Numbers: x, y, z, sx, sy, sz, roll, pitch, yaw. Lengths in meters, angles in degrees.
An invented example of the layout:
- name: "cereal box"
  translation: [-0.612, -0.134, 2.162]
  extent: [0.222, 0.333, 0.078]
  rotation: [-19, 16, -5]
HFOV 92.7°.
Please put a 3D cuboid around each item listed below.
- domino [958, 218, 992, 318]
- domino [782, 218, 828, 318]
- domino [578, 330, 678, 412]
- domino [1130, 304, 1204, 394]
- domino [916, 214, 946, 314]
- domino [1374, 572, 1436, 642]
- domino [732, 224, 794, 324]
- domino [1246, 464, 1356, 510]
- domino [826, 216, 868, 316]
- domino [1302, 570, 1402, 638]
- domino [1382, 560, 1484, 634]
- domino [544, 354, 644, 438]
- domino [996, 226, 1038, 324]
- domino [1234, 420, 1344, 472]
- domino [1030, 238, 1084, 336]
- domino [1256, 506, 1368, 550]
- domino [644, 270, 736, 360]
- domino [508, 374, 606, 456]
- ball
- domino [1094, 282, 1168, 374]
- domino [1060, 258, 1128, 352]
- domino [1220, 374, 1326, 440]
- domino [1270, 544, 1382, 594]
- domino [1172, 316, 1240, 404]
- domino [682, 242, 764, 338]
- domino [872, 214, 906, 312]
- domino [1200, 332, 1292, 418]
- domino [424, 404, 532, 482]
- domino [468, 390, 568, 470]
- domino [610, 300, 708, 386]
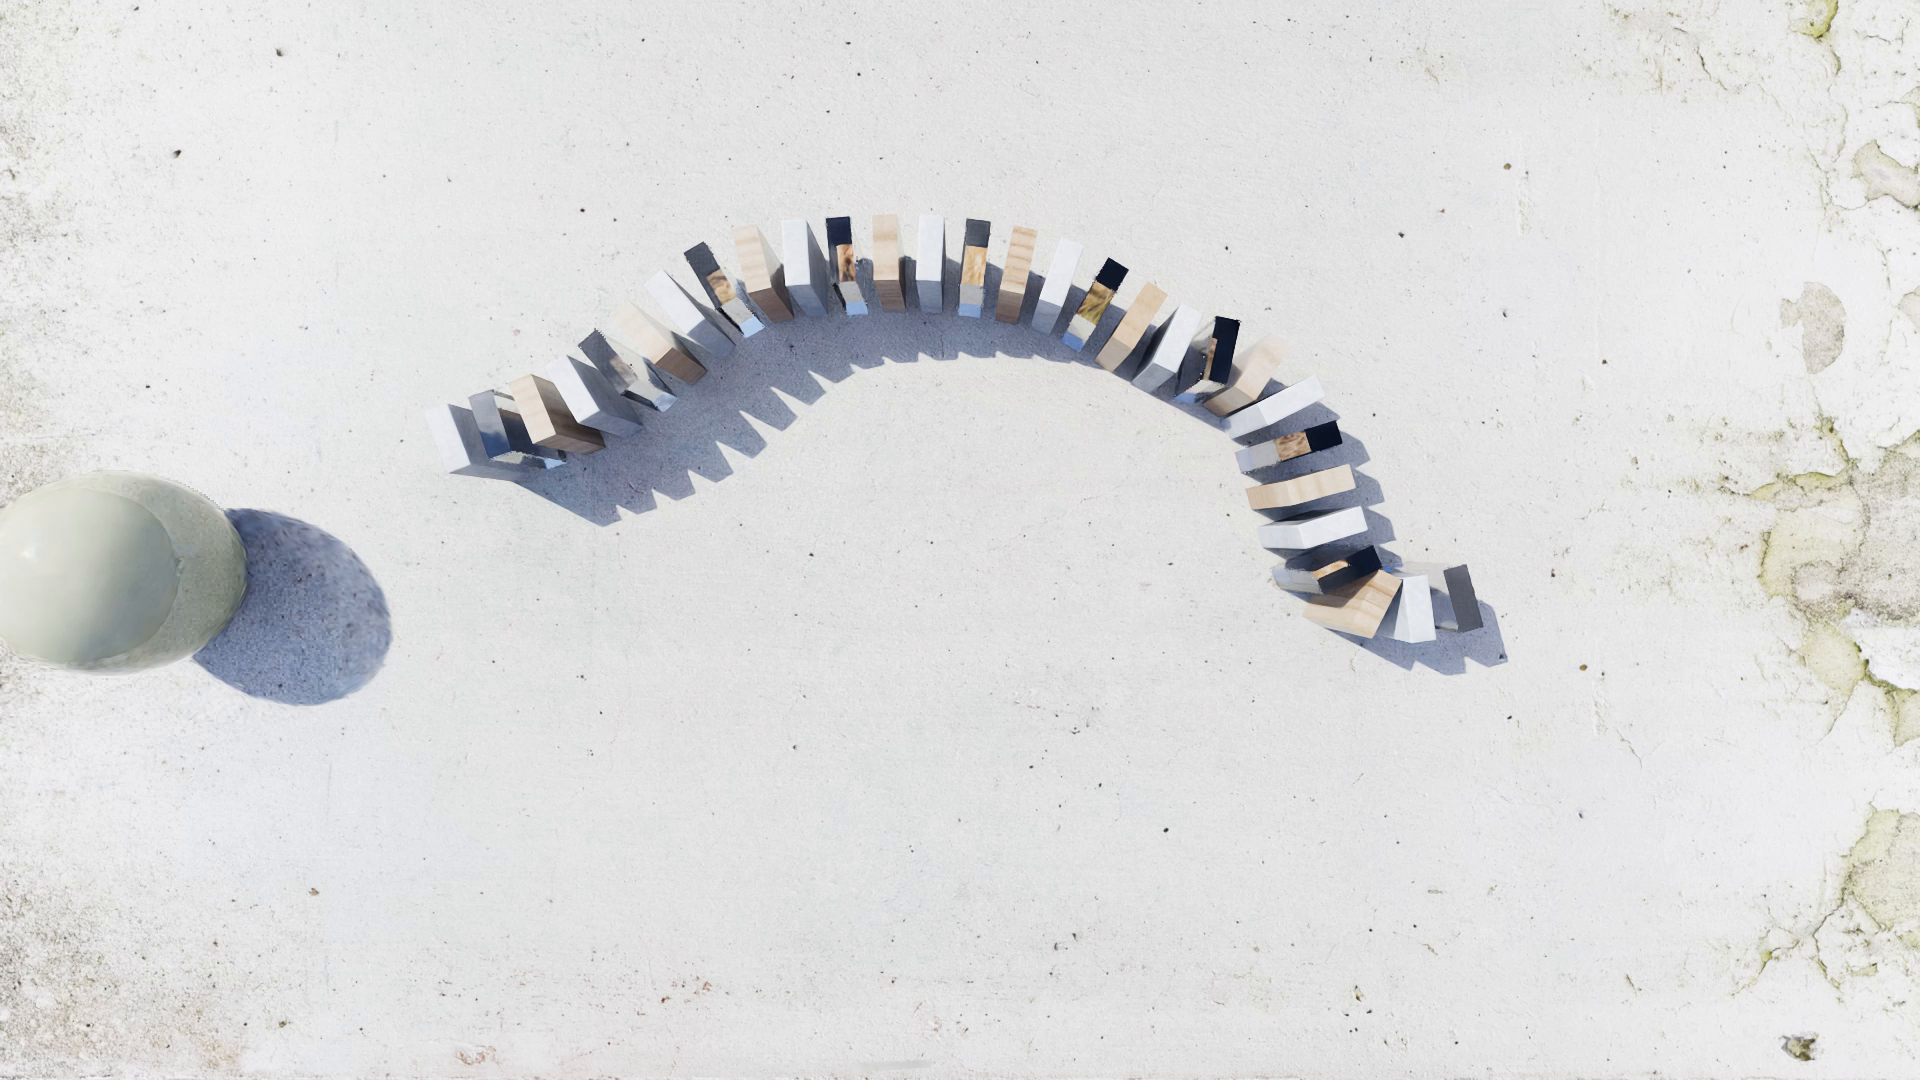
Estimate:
- name: "domino"
  translation: [0.006, -0.110, 0.375]
  extent: [0.010, 0.050, 0.025]
  rotation: [7, 90, 0]
- name: "domino"
  translation: [-0.063, -0.110, 0.375]
  extent: [0.009, 0.050, 0.025]
  rotation: [-3, 90, 0]
- name: "domino"
  translation: [-0.135, -0.068, 0.375]
  extent: [0.010, 0.050, 0.025]
  rotation: [-41, 90, 0]
- name: "domino"
  translation: [0.084, -0.077, 0.375]
  extent: [0.009, 0.050, 0.025]
  rotation: [25, 90, 0]
- name: "domino"
  translation: [-0.011, -0.112, 0.375]
  extent: [0.009, 0.050, 0.025]
  rotation: [3, 90, 0]
- name: "domino"
  translation: [0.176, 0.026, 0.375]
  extent: [0.009, 0.050, 0.025]
  rotation: [-8, 90, 0]
- name: "domino"
  translation: [-0.080, -0.108, 0.375]
  extent: [0.009, 0.050, 0.025]
  rotation: [-14, 90, 0]
- name: "domino"
  translation: [0.138, -0.021, 0.375]
  extent: [0.025, 0.050, 0.010]
  rotation: [-15, 90, 0]
- name: "domino"
  translation: [-0.046, -0.111, 0.375]
  extent: [0.009, 0.050, 0.025]
  rotation: [-5, 90, 0]
- name: "domino"
  translation: [0.159, 0.024, 0.375]
  extent: [0.009, 0.050, 0.025]
  rotation: [27, 90, 0]
- name: "domino"
  translation: [0.192, 0.022, 0.375]
  extent: [0.010, 0.050, 0.025]
  rotation: [-15, 90, 0]
- name: "domino"
  translation: [-0.148, -0.058, 0.375]
  extent: [0.010, 0.050, 0.025]
  rotation: [-31, 90, 0]
- name: "domino"
  translation: [0.023, -0.107, 0.375]
  extent: [0.009, 0.050, 0.025]
  rotation: [12, 90, 0]
- name: "domino"
  translation: [0.133, -0.038, 0.375]
  extent: [0.025, 0.050, 0.010]
  rotation: [-18, 90, 0]
- name: "domino"
  translation: [0.039, -0.102, 0.375]
  extent: [0.009, 0.050, 0.025]
  rotation: [20, 90, 0]
- name: "domino"
  translation: [0.143, -0.005, 0.375]
  extent: [0.025, 0.050, 0.010]
  rotation: [-17, 90, 0]
- name: "domino"
  translation: [-0.109, -0.091, 0.375]
  extent: [0.010, 0.050, 0.025]
  rotation: [-41, 90, 0]
- name: "domino"
  translation: [-0.164, -0.050, 0.375]
  extent: [0.010, 0.050, 0.025]
  rotation: [-23, 90, 0]
- name: "ball"
  translation: [-0.330, 0.013, 0.360]
  extent: [0.080, 0.080, 0.080]
  rotation: [0, 90, 0]
- name: "domino"
  translation: [0.069, -0.086, 0.375]
  extent: [0.009, 0.050, 0.025]
  rotation: [33, 90, 0]
- name: "domino"
  translation: [0.054, -0.095, 0.375]
  extent: [0.009, 0.050, 0.025]
  rotation: [30, 90, 0]
- name: "domino"
  translation: [0.127, -0.054, 0.375]
  extent: [0.025, 0.050, 0.009]
  rotation: [-27, 90, 0]
- name: "domino"
  translation: [0.148, 0.011, 0.375]
  extent: [0.025, 0.050, 0.009]
  rotation: [-24, 90, 0]
- name: "domino"
  translation: [0.100, -0.073, 0.375]
  extent: [0.010, 0.050, 0.025]
  rotation: [12, 90, 0]
- name: "domino"
  translation: [-0.095, -0.101, 0.375]
  extent: [0.009, 0.050, 0.025]
  rotation: [-30, 90, 0]
- name: "domino"
  translation: [-0.028, -0.112, 0.375]
  extent: [0.009, 0.050, 0.025]
  rotation: [-1, 90, 0]
- name: "domino"
  translation: [0.116, -0.067, 0.375]
  extent: [0.010, 0.050, 0.025]
  rotation: [34, 90, 0]
- name: "domino"
  translation: [-0.196, -0.039, 0.375]
  extent: [0.010, 0.050, 0.025]
  rotation: [-21, 90, 0]
- name: "domino"
  translation: [-0.180, -0.044, 0.375]
  extent: [0.010, 0.050, 0.025]
  rotation: [-18, 90, 0]
- name: "domino"
  translation: [-0.122, -0.080, 0.375]
  extent: [0.009, 0.050, 0.025]
  rotation: [-43, 90, 0]
